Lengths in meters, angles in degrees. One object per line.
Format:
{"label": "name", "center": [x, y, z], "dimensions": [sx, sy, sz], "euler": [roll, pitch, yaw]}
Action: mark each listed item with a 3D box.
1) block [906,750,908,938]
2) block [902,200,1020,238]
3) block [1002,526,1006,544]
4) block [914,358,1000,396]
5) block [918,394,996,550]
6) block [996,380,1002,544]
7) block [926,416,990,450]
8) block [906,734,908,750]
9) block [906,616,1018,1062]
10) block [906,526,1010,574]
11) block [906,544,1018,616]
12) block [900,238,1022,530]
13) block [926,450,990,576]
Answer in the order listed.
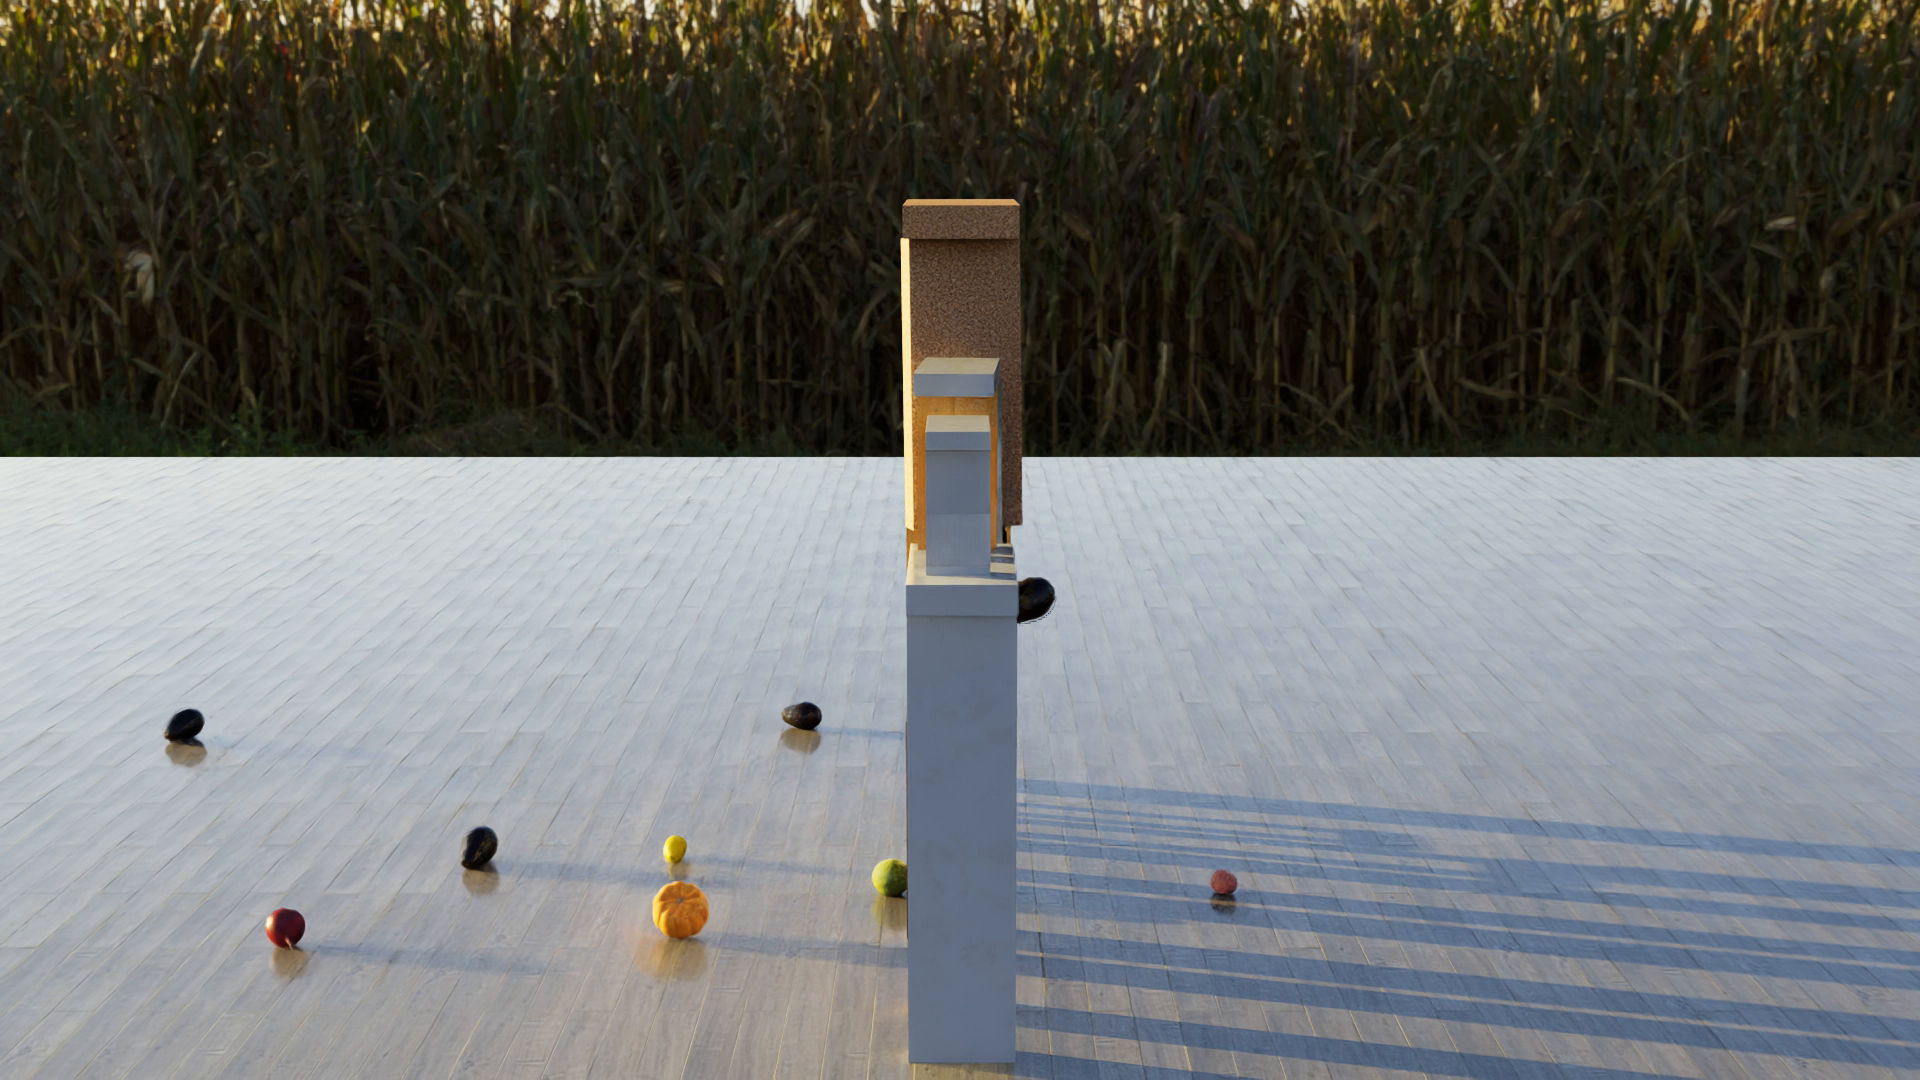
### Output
{"label": "block", "center": [-0.004, 0.468, 3.457], "dimensions": [0.158, 0.317, 0.045], "euler": [0, 11, 0]}
{"label": "block", "center": [0.001, -0.494, 3.373], "dimensions": [0.171, 0.048, 0.342], "euler": [0, 10, 0]}
{"label": "block", "center": [0.005, -0.018, 3.432], "dimensions": [0.131, 0.037, 0.261], "euler": [0, 11, 0]}
{"label": "block", "center": [-0.002, -0.232, 3.123], "dimensions": [0.110, 0.031, 0.220], "euler": [1, 11, 3]}
{"label": "block", "center": [-0.004, -0.097, 3.084], "dimensions": [0.110, 0.220, 0.031], "euler": [0, 11, 0]}
{"label": "block", "center": [0.005, -0.046, 3.244], "dimensions": [0.110, 0.380, 0.031], "euler": [3, 11, 15]}
{"label": "block", "center": [-0.002, -0.145, 2.947], "dimensions": [0.085, 0.024, 0.170], "euler": [0, 11, 0]}
{"label": "block", "center": [-0.004, 0.271, 3.528], "dimensions": [0.158, 0.045, 0.317], "euler": [0, 11, 0]}
{"label": "block", "center": [0.003, 0.400, 2.965], "dimensions": [0.146, 0.631, 0.041], "euler": [0, 11, 0]}
{"label": "block", "center": [-0.003, 0.053, 3.641], "dimensions": [0.171, 0.342, 0.048], "euler": [0, 11, 0]}
{"label": "block", "center": [0.003, 0.052, 2.999], "dimensions": [0.146, 0.041, 0.292], "euler": [0, 11, 0]}
{"label": "block", "center": [0.003, -0.237, 3.312], "dimensions": [0.171, 0.434, 0.048], "euler": [-3, 8, -15]}
{"label": "block", "center": [-0.002, -0.039, 2.909], "dimensions": [0.085, 0.170, 0.024], "euler": [0, 11, 0]}
